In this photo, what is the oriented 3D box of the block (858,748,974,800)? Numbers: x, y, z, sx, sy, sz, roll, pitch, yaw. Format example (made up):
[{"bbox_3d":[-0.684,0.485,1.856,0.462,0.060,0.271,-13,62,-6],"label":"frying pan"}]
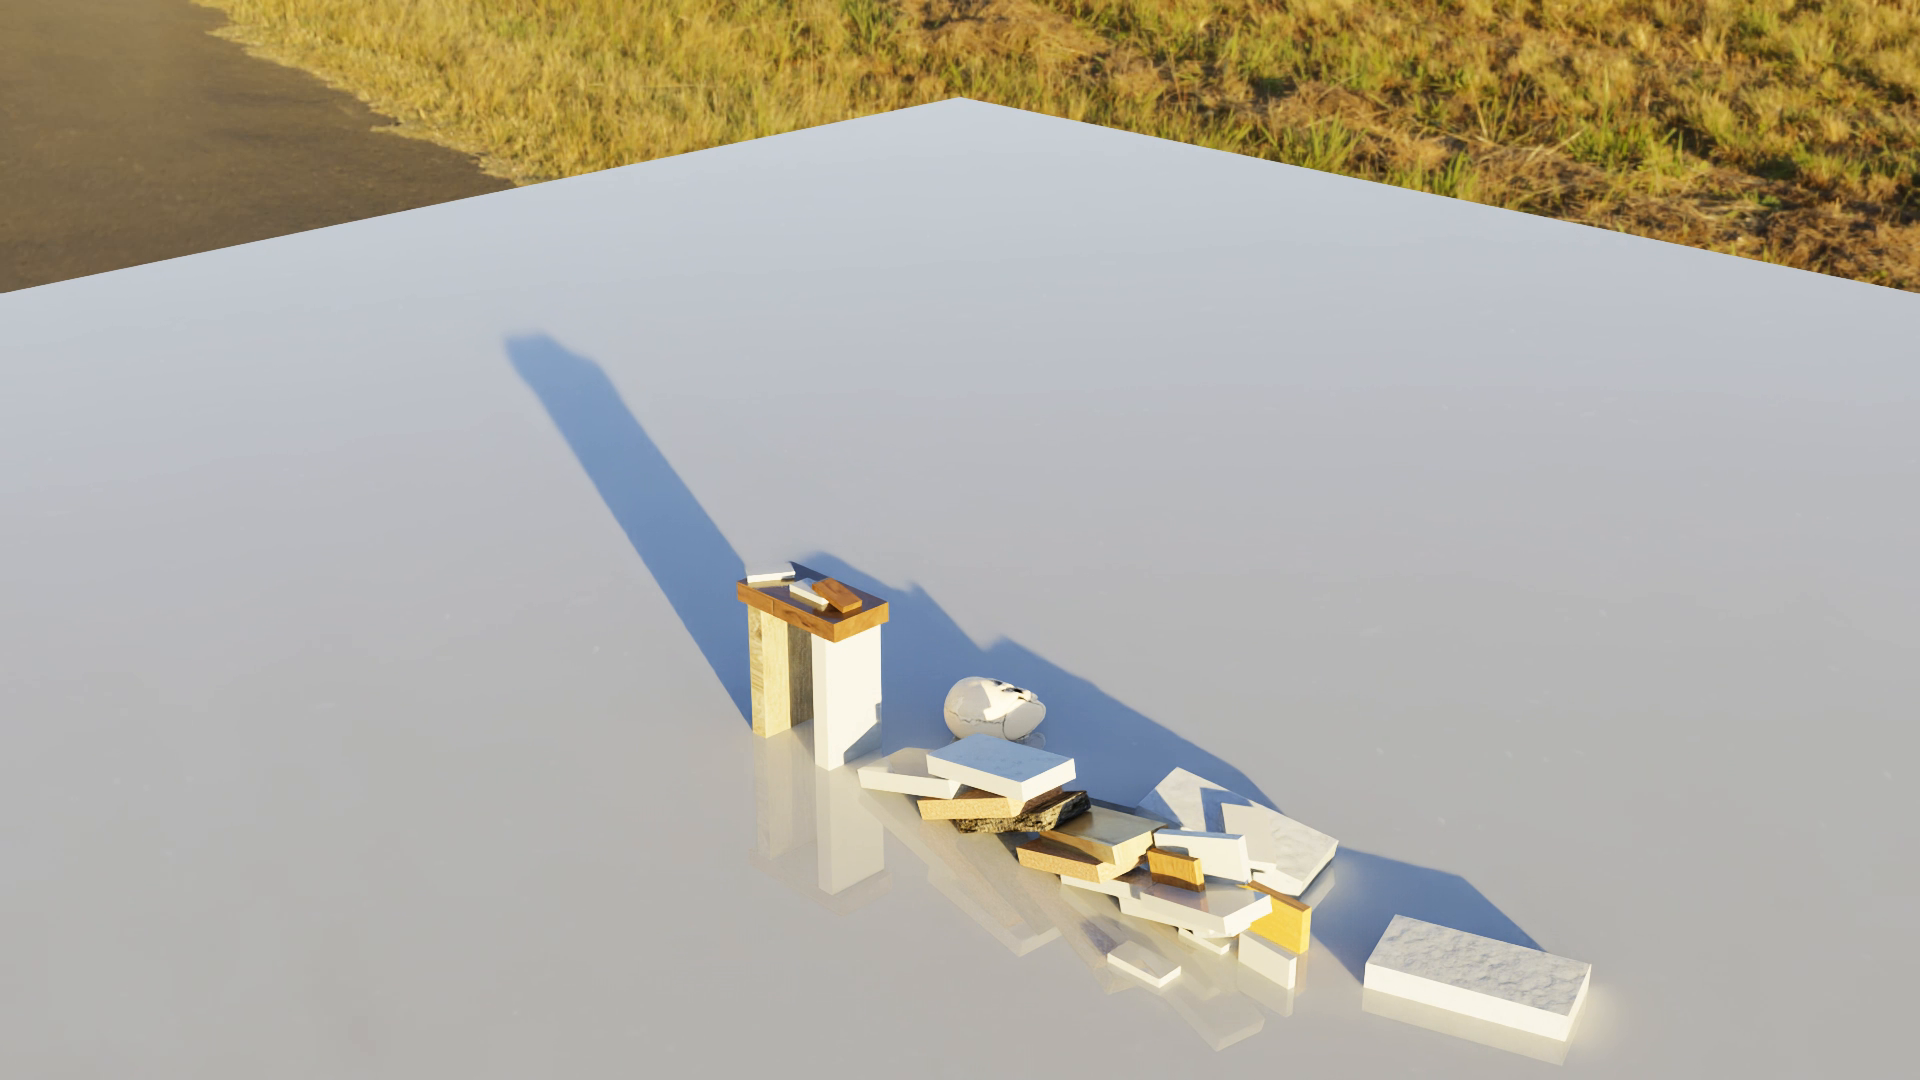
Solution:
[{"bbox_3d":[-0.064,0.475,4.491,0.139,0.040,0.279,-21,14,-41],"label":"block"}]

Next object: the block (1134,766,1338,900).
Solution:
[{"bbox_3d":[0.535,0.569,4.274,0.355,0.050,0.177,23,31,23],"label":"block"}]

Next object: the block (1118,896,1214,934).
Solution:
[{"bbox_3d":[0.414,0.672,4.059,0.113,0.032,0.226,-20,16,-38],"label":"block"}]

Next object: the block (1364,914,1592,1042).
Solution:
[{"bbox_3d":[0.913,0.769,3.884,0.355,0.050,0.177,11,25,25],"label":"block"}]

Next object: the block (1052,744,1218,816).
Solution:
[{"bbox_3d":[0.328,0.514,4.484,0.355,0.050,0.177,11,25,24],"label":"block"}]

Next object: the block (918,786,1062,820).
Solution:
[{"bbox_3d":[0.058,0.510,4.368,0.139,0.040,0.279,-20,7,-39],"label":"block"}]

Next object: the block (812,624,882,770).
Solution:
[{"bbox_3d":[-0.237,0.317,4.622,0.043,0.305,0.153,21,31,41],"label":"block"}]

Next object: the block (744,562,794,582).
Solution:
[{"bbox_3d":[-0.406,0.069,4.688,0.101,0.014,0.050,-6,24,-13],"label":"block"}]

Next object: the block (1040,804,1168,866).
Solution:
[{"bbox_3d":[0.272,0.558,4.167,0.128,0.036,0.256,-18,11,-28],"label":"block"}]

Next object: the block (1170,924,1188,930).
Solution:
[{"bbox_3d":[0.405,0.697,4.075,0.100,0.014,0.050,6,21,44],"label":"block"}]

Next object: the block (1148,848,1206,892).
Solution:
[{"bbox_3d":[0.395,0.603,4.018,0.017,0.060,0.120,-20,15,-37],"label":"block"}]

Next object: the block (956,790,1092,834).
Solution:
[{"bbox_3d":[0.122,0.535,4.324,0.128,0.036,0.256,-21,7,-40],"label":"block"}]

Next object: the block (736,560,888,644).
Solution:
[{"bbox_3d":[-0.311,0.128,4.622,0.305,0.043,0.153,21,31,40],"label":"block"}]

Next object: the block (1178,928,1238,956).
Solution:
[{"bbox_3d":[0.456,0.725,4.033,0.050,0.014,0.100,-21,31,-40],"label":"block"}]

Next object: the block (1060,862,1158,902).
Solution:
[{"bbox_3d":[0.310,0.632,4.163,0.113,0.032,0.226,-21,17,-40],"label":"block"}]

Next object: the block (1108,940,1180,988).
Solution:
[{"bbox_3d":[0.330,0.760,3.947,0.120,0.017,0.060,21,31,40],"label":"block"}]

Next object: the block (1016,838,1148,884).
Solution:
[{"bbox_3d":[0.236,0.598,4.197,0.128,0.036,0.256,-19,11,-32],"label":"block"}]

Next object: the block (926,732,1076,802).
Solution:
[{"bbox_3d":[0.079,0.445,4.325,0.140,0.040,0.279,-20,20,-38],"label":"block"}]

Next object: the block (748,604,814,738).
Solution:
[{"bbox_3d":[-0.381,0.261,4.755,0.153,0.305,0.043,-21,31,-41],"label":"block"}]

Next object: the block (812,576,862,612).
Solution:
[{"bbox_3d":[-0.255,0.113,4.556,0.050,0.014,0.101,-20,43,-40],"label":"block"}]

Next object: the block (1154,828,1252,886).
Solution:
[{"bbox_3d":[0.443,0.579,4.019,0.177,0.089,0.025,-1,15,37],"label":"block"}]

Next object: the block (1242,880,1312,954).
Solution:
[{"bbox_3d":[0.563,0.683,4.038,0.025,0.089,0.177,-21,31,-41],"label":"block"}]

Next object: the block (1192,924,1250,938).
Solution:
[{"bbox_3d":[0.474,0.705,3.988,0.050,0.014,0.100,-20,3,-38],"label":"block"}]

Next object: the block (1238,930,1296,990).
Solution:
[{"bbox_3d":[0.548,0.747,3.923,0.017,0.060,0.120,-18,29,-37],"label":"block"}]

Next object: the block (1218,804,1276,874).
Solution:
[{"bbox_3d":[0.548,0.569,4.198,0.089,0.025,0.177,8,28,-4],"label":"block"}]

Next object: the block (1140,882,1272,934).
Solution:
[{"bbox_3d":[0.442,0.653,3.969,0.113,0.032,0.226,-19,15,-33],"label":"block"}]

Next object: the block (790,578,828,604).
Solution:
[{"bbox_3d":[-0.304,0.107,4.599,0.101,0.014,0.050,21,31,40],"label":"block"}]
